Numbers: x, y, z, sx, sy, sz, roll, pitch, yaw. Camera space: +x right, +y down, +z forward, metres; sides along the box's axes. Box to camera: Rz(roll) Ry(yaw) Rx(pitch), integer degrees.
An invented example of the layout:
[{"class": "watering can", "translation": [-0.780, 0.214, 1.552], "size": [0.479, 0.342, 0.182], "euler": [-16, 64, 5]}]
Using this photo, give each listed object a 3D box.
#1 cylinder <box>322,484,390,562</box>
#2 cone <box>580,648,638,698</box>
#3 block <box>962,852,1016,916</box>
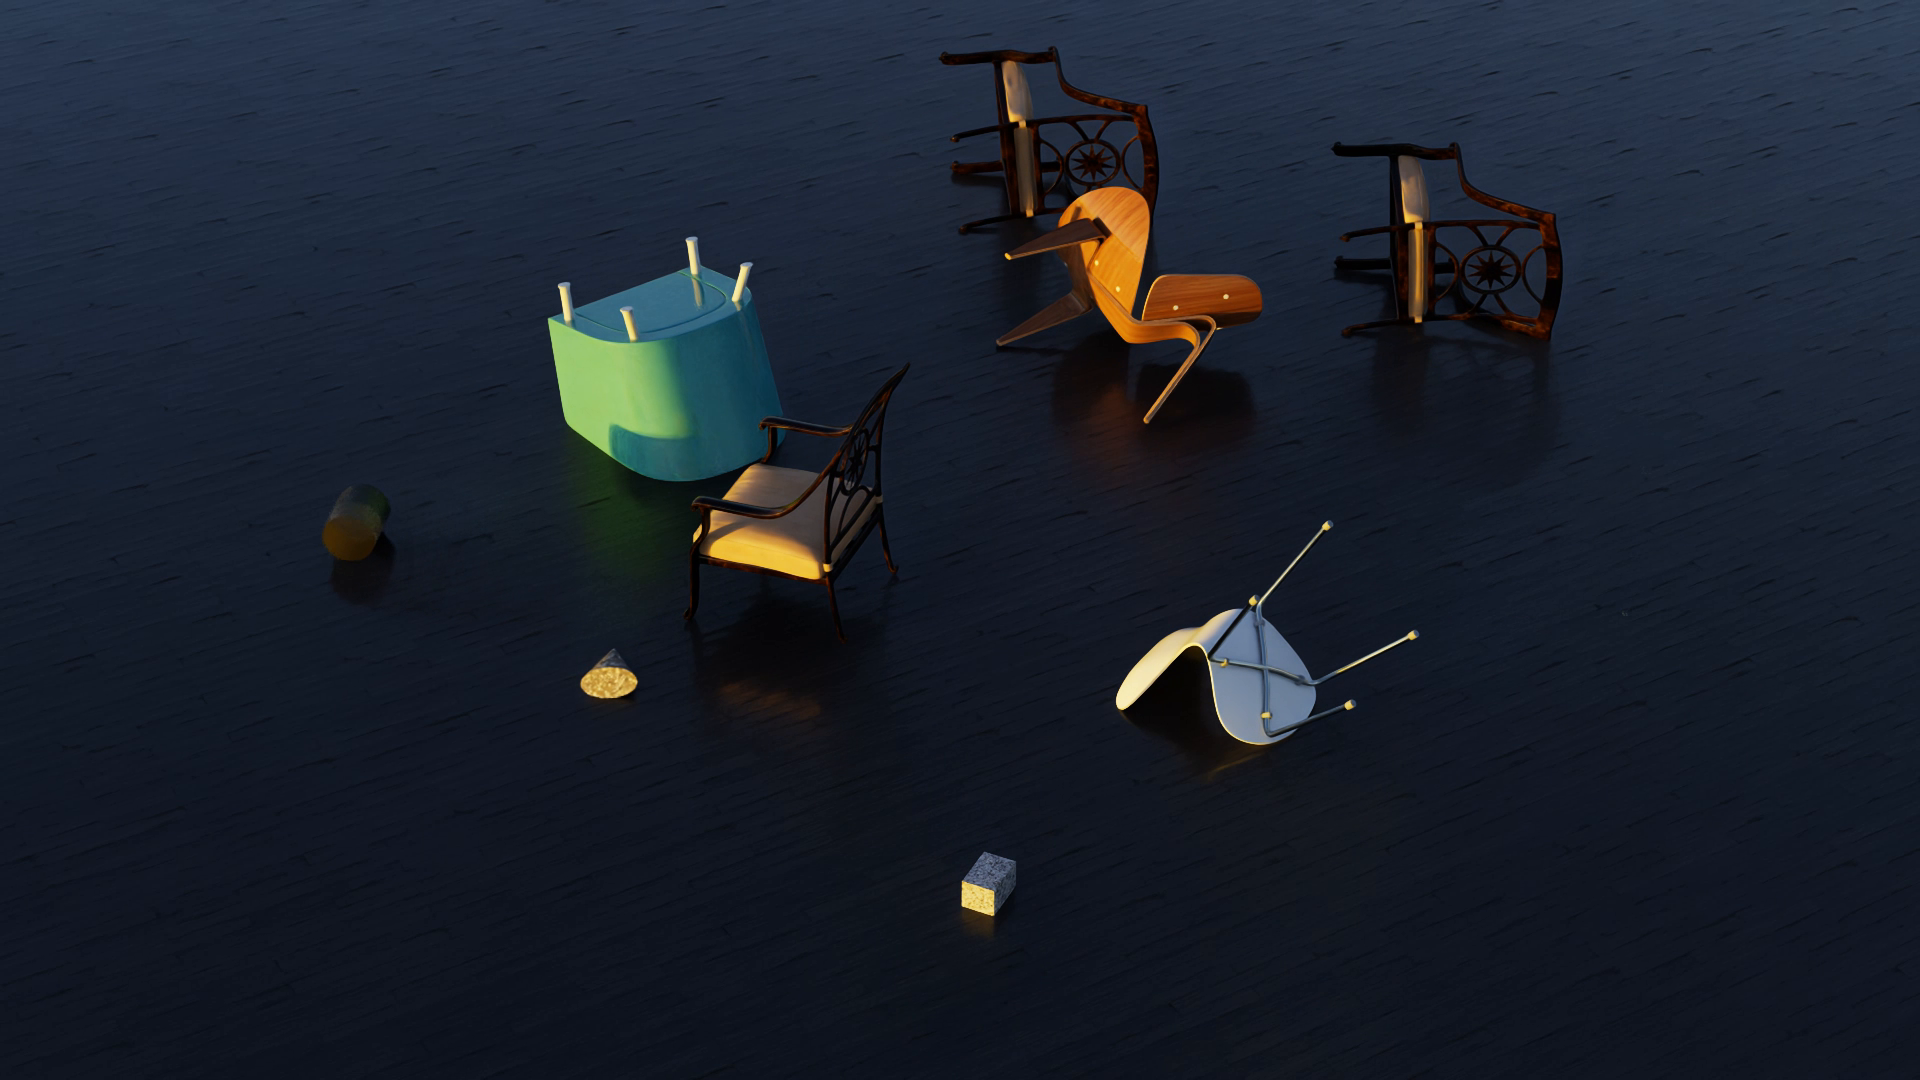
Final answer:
[{"class": "cylinder", "translation": [-2.235, -0.065, 10.863], "size": [0.192, 0.201, 0.223], "euler": [34, 30, -15]}, {"class": "cone", "translation": [-1.216, 0.436, 10.230], "size": [0.195, 0.118, 0.295], "euler": [-3, 22, -2]}, {"class": "block", "translation": [0.091, 1.080, 9.212], "size": [0.111, 0.102, 0.160], "euler": [15, 36, 21]}]
